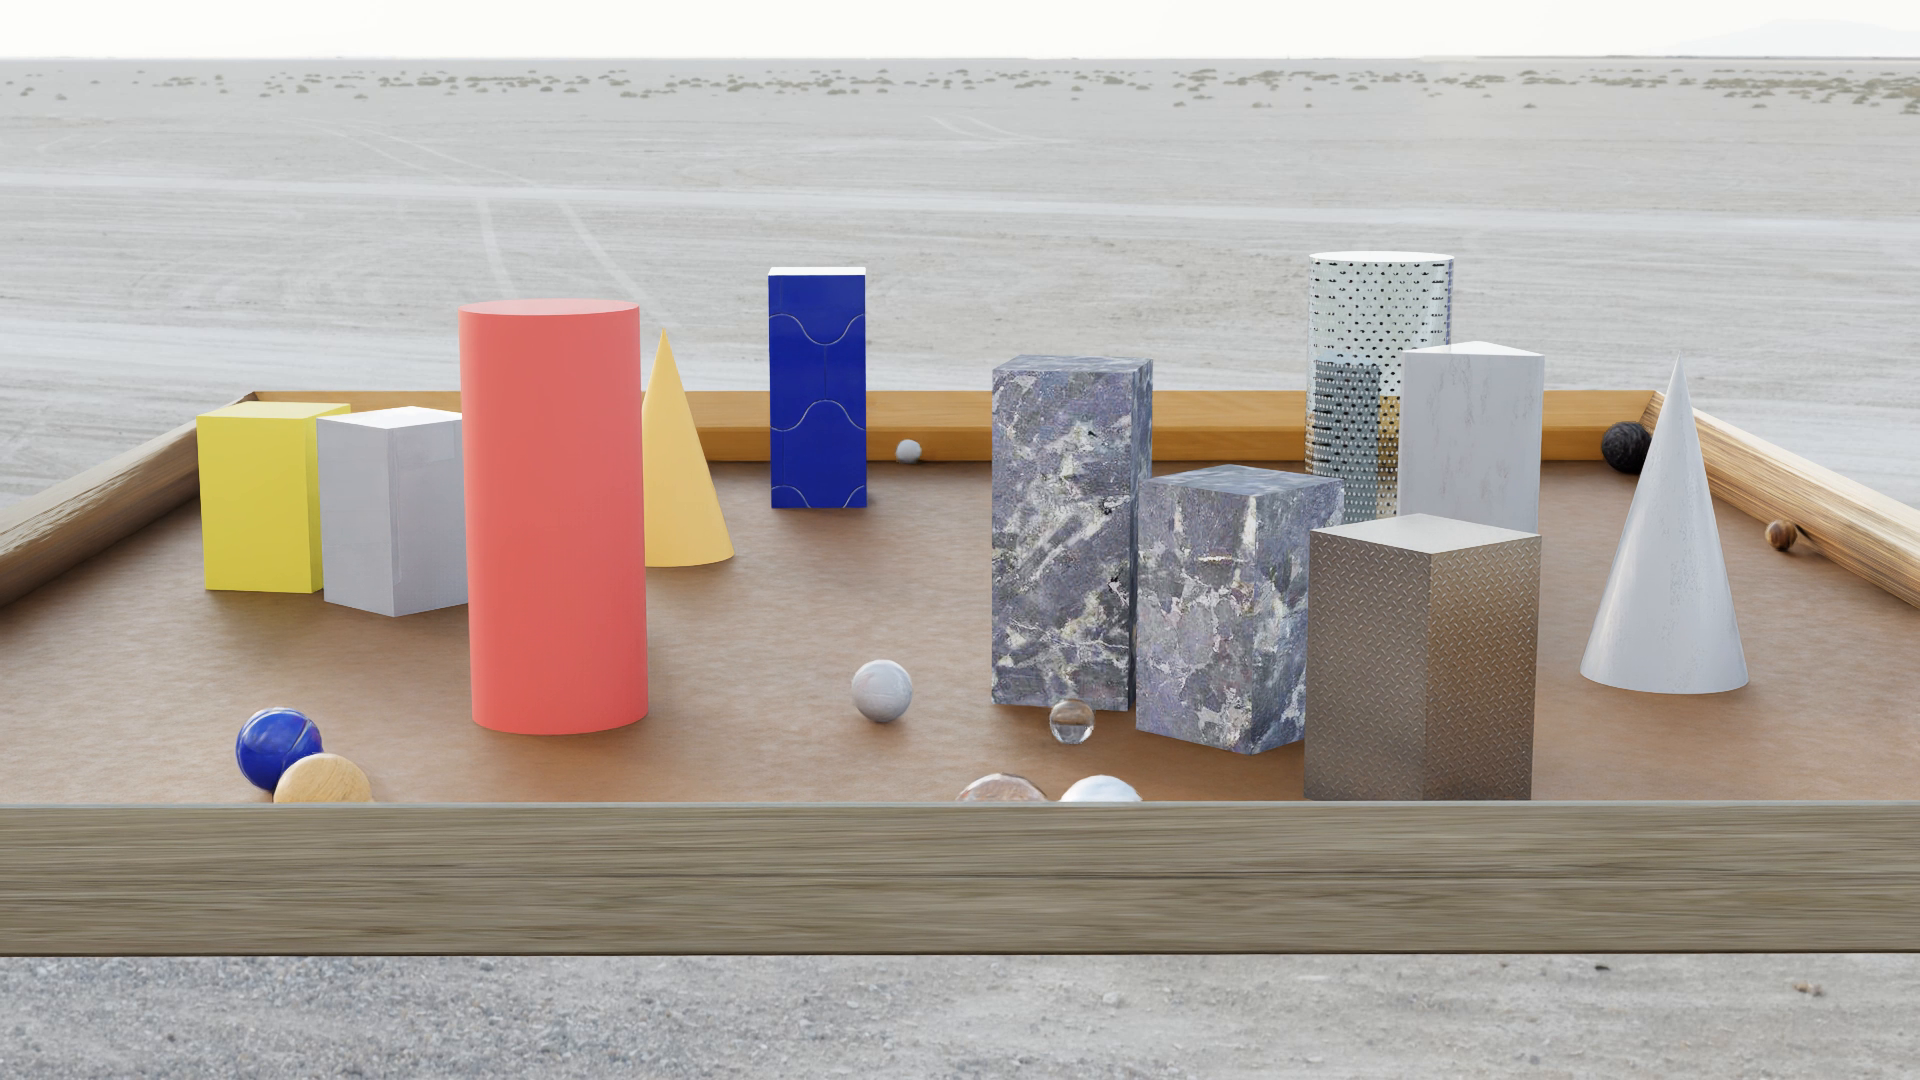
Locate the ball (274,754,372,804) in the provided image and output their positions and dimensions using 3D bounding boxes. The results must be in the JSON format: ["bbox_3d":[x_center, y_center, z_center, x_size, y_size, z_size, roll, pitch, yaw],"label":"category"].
[{"bbox_3d":[-0.598,0.246,2.410,0.091,0.091,0.091,0,10,0],"label":"ball"}]

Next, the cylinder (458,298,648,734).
[{"bbox_3d":[-0.455,-0.031,2.884,0.199,0.463,0.199,0,10,0],"label":"cylinder"}]

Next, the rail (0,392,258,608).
[{"bbox_3d":[-1.281,0.035,3.441,0.045,0.129,2.711,0,10,0],"label":"rail"}]

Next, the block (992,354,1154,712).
[{"bbox_3d":[0.132,-0.012,2.990,0.159,0.388,0.159,2,11,13],"label":"block"}]

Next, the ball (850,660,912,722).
[{"bbox_3d":[-0.088,0.169,2.884,0.070,0.070,0.070,0,10,0],"label":"ball"}]

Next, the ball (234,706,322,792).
[{"bbox_3d":[-0.691,0.212,2.604,0.086,0.086,0.086,0,10,0],"label":"ball"}]

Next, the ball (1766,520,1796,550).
[{"bbox_3d":[1.250,-0.007,3.905,0.045,0.045,0.045,0,10,0],"label":"ball"}]

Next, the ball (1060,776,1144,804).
[{"bbox_3d":[0.130,0.259,2.358,0.084,0.084,0.084,0,10,0],"label":"ball"}]

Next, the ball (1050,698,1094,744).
[{"bbox_3d":[0.122,0.197,2.790,0.049,0.049,0.049,0,10,0],"label":"ball"}]

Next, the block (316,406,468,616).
[{"bbox_3d":[-0.764,-0.042,3.519,0.159,0.254,0.159,9,14,41],"label":"block"}]

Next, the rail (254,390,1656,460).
[{"bbox_3d":[-0.008,-0.209,4.759,2.608,0.129,0.045,0,10,0],"label":"rail"}]

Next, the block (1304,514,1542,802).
[{"bbox_3d":[0.458,0.127,2.548,0.159,0.274,0.159,-8,13,-37],"label":"block"}]

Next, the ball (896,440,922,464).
[{"bbox_3d":[-0.095,-0.163,4.743,0.046,0.046,0.046,0,10,0],"label":"ball"}]

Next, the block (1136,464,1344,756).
[{"bbox_3d":[0.308,0.072,2.829,0.159,0.280,0.159,10,14,43],"label":"block"}]

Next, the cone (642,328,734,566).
[{"bbox_3d":[-0.440,-0.149,3.843,0.199,0.345,0.199,0,10,0],"label":"cone"}]

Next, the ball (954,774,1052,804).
[{"bbox_3d":[0.038,0.260,2.312,0.099,0.099,0.099,0,10,0],"label":"ball"}]

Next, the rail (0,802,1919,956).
[{"bbox_3d":[0.008,0.276,2.139,2.608,0.129,0.045,0,10,0],"label":"rail"}]

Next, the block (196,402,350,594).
[{"bbox_3d":[-0.971,-0.063,3.655,0.159,0.246,0.159,2,11,10],"label":"block"}]

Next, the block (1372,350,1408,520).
[{"bbox_3d":[0.733,-0.138,3.943,0.159,0.288,0.159,4,11,22],"label":"block"}]

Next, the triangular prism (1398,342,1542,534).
[{"bbox_3d":[0.658,-0.063,3.306,0.172,0.372,0.149,3,11,14],"label":"triangular prism"}]

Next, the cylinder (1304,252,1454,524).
[{"bbox_3d":[0.584,-0.164,3.600,0.199,0.465,0.199,0,10,0],"label":"cylinder"}]

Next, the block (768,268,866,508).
[{"bbox_3d":[-0.238,-0.259,4.323,0.159,0.388,0.159,0,10,-2],"label":"block"}]

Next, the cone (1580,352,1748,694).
[{"bbox_3d":[0.853,-0.031,3.074,0.199,0.395,0.199,0,10,0],"label":"cone"}]

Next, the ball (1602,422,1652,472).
[{"bbox_3d":[1.210,-0.168,4.654,0.089,0.089,0.089,0,10,0],"label":"ball"}]

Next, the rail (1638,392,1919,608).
[{"bbox_3d":[1.281,0.032,3.456,0.045,0.129,2.711,0,10,0],"label":"rail"}]
